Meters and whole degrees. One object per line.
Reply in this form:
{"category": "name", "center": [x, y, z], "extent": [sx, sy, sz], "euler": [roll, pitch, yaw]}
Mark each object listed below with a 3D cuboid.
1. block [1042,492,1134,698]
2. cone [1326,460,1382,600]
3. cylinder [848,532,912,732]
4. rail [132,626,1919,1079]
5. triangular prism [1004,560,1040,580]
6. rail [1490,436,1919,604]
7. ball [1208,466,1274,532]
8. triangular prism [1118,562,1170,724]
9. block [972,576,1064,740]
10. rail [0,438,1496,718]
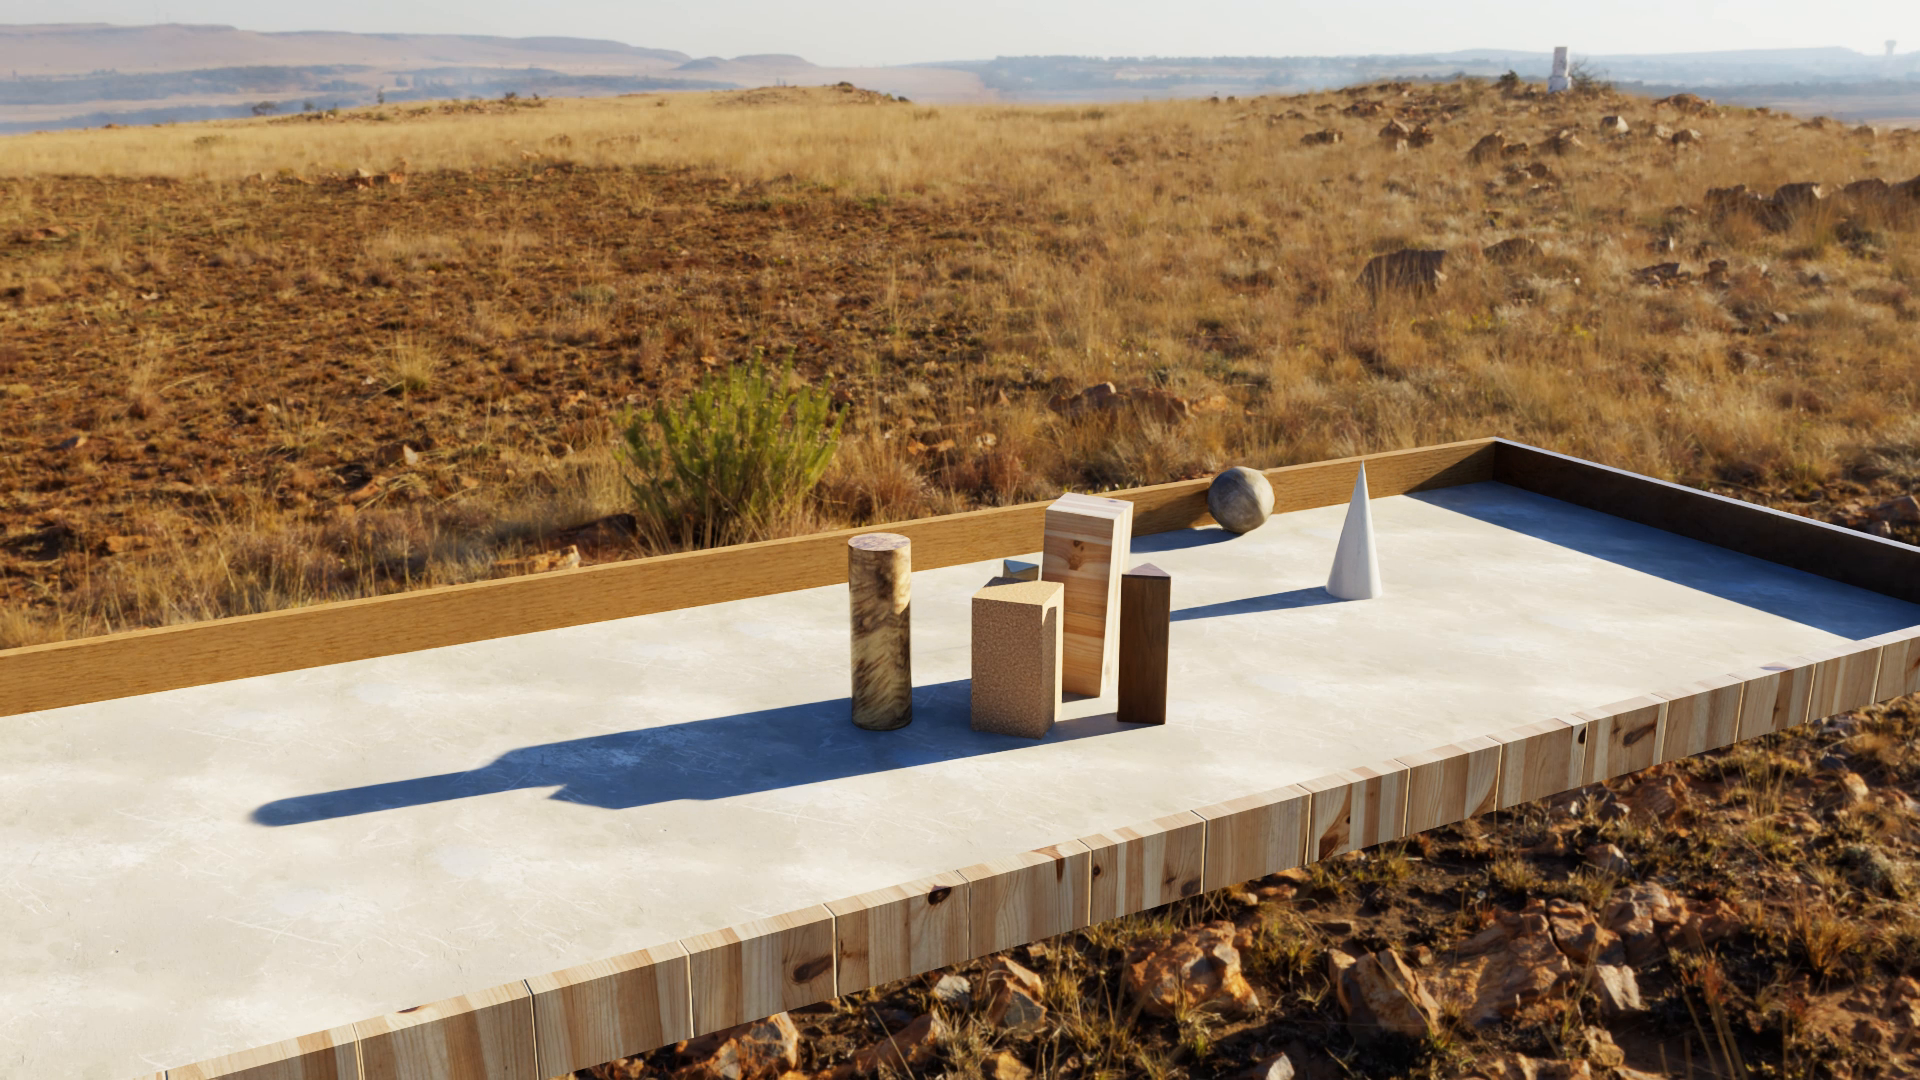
{"category": "block", "center": [0.305, 0.133, 4.078], "extent": [0.171, 0.456, 0.171], "euler": [9, 18, 19]}
{"category": "cone", "center": [1.156, -0.042, 4.787], "extent": [0.164, 0.401, 0.164], "euler": [0, 16, 0]}
{"category": "cylinder", "center": [-0.185, 0.214, 3.845], "extent": [0.144, 0.440, 0.144], "euler": [0, 16, 0]}
{"category": "rail", "center": [-2.336, 1.006, 1.665], "extent": [12.000, 0.150, 0.050], "euler": [-9, 18, -27]}
{"category": "triangular prism", "center": [0.126, 0.210, 4.059], "extent": [0.089, 0.323, 0.078], "euler": [-14, 26, -39]}
{"category": "rail", "center": [2.466, -0.048, 5.253], "extent": [0.050, 0.150, 2.100], "euler": [-9, 18, -27]}
{"category": "ball", "center": [0.922, -0.132, 5.420], "extent": [0.217, 0.217, 0.217], "euler": [0, 16, 0]}
{"category": "triangular prism", "center": [0.436, 0.242, 3.882], "extent": [0.112, 0.366, 0.097], "euler": [3, 17, 10]}
{"category": "block", "center": [0.134, 0.272, 3.849], "extent": [0.170, 0.326, 0.170], "euler": [6, 17, 19]}
{"category": "rail", "center": [-3.305, 0.497, 3.399], "extent": [12.000, 0.150, 0.050], "euler": [-9, 18, -27]}
